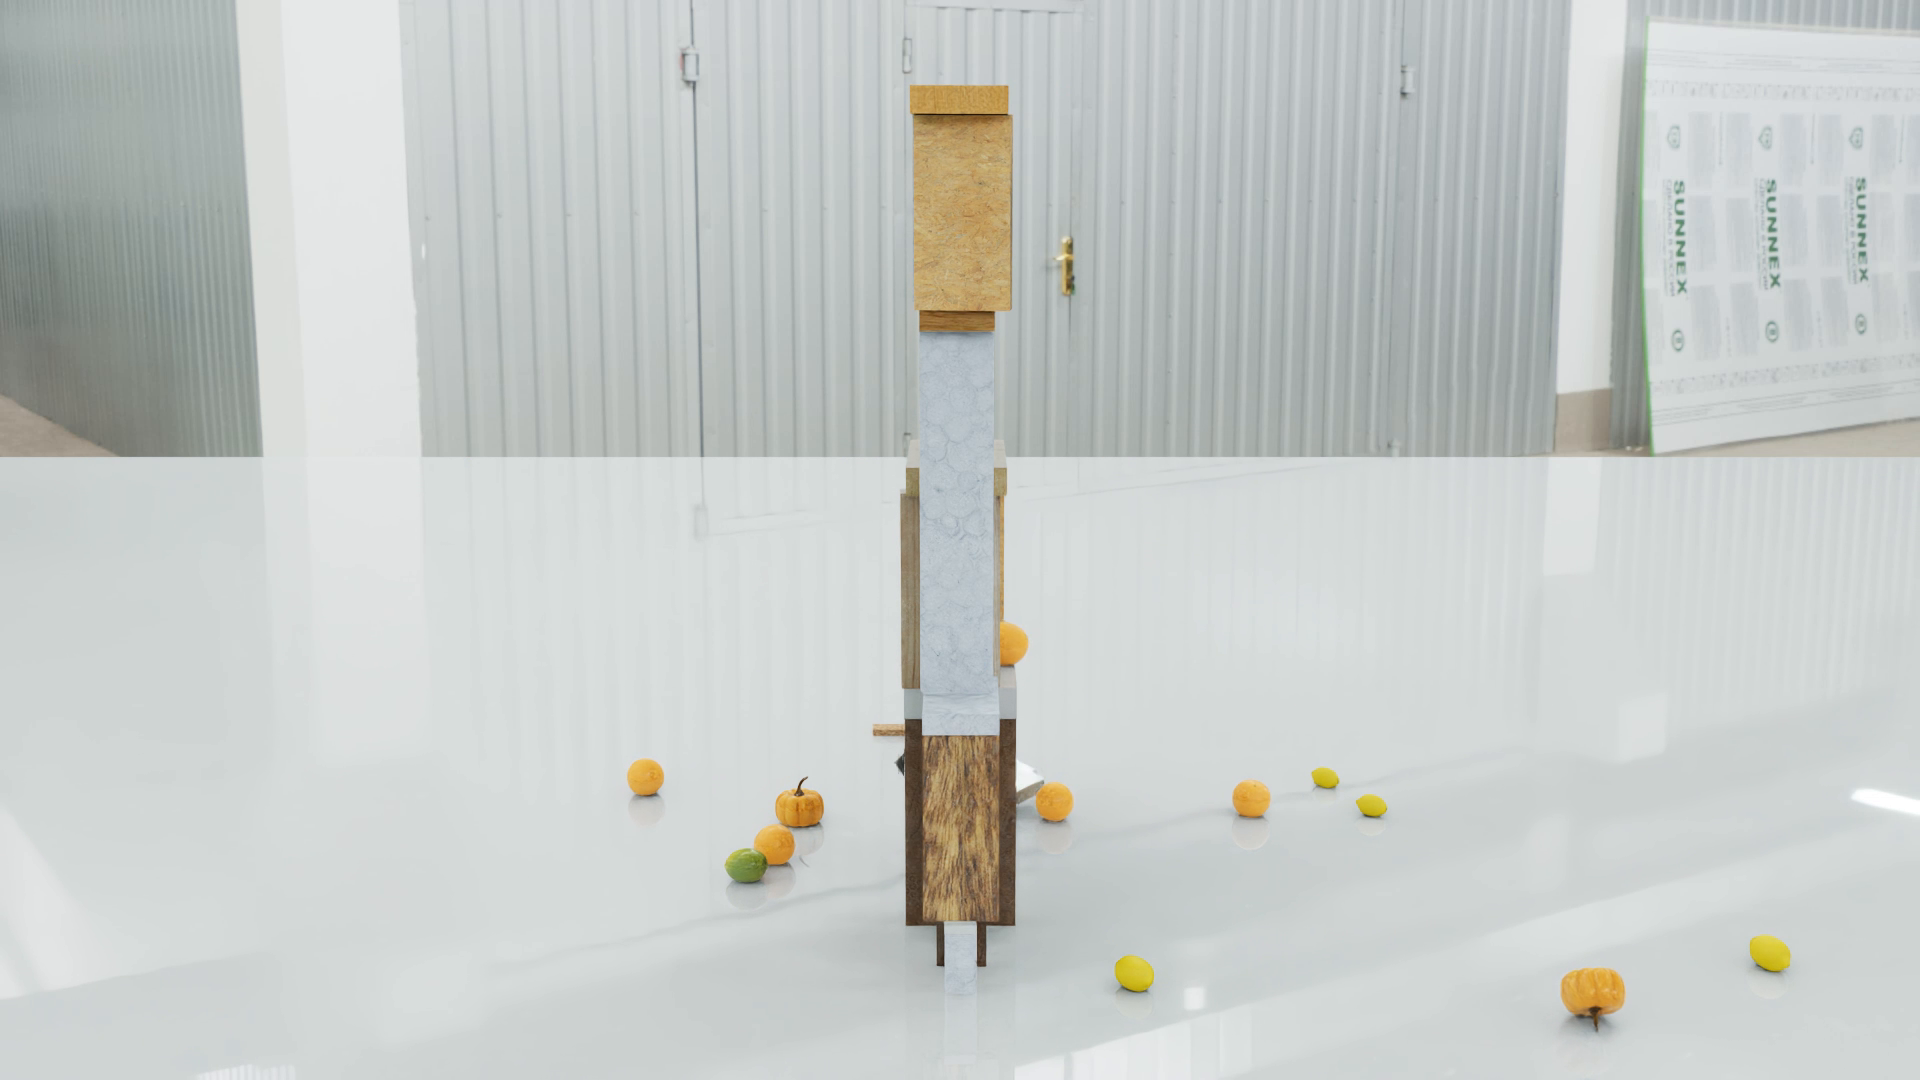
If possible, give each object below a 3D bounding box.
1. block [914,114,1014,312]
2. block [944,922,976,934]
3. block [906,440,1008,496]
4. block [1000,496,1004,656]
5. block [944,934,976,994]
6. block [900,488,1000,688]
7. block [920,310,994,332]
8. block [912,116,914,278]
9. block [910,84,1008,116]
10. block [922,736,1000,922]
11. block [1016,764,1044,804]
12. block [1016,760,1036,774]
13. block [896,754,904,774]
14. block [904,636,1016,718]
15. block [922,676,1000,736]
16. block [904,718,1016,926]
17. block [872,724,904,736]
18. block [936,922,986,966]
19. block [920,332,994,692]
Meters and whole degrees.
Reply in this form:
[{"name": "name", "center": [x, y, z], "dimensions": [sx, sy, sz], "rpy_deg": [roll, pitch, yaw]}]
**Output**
[{"name": "block", "center": [0.005, -0.466, 3.132], "dimensions": [0.137, 0.275, 0.039], "rpy_deg": [1, 13, 6]}, {"name": "block", "center": [-0.001, 0.562, 3.265], "dimensions": [0.047, 0.013, 0.094], "rpy_deg": [0, 10, -2]}, {"name": "block", "center": [-0.005, -0.116, 3.475], "dimensions": [0.153, 0.043, 0.307], "rpy_deg": [0, 11, 0]}, {"name": "block", "center": [-0.005, 0.038, 3.608], "dimensions": [0.153, 0.307, 0.043], "rpy_deg": [0, 11, -1]}, {"name": "block", "center": [0.001, 0.621, 3.243], "dimensions": [0.047, 0.094, 0.013], "rpy_deg": [0, 10, 0]}, {"name": "block", "center": [-0.016, 0.075, 3.407], "dimensions": [0.153, 0.307, 0.043], "rpy_deg": [-1, 10, -4]}, {"name": "block", "center": [-0.003, -0.335, 3.264], "dimensions": [0.108, 0.031, 0.217], "rpy_deg": [0, 11, 0]}, {"name": "block", "center": [-0.002, -0.499, 3.308], "dimensions": [0.137, 0.274, 0.039], "rpy_deg": [0, 10, 0]}, {"name": "block", "center": [-0.002, -0.637, 3.190], "dimensions": [0.137, 0.039, 0.274], "rpy_deg": [0, 10, 0]}, {"name": "block", "center": [0.001, 0.416, 3.225], "dimensions": [0.111, 0.288, 0.031], "rpy_deg": [0, 10, 0]}, {"name": "block", "center": [0.048, 0.440, 4.159], "dimensions": [0.204, 0.029, 0.102], "rpy_deg": [23, 28, 36]}, {"name": "block", "center": [0.038, 0.460, 4.185], "dimensions": [0.102, 0.029, 0.204], "rpy_deg": [23, 28, 36]}, {"name": "block", "center": [-0.018, 0.391, 4.274], "dimensions": [0.224, 0.112, 0.032], "rpy_deg": [-11, 58, -53]}, {"name": "block", "center": [0.001, 0.222, 3.592], "dimensions": [0.175, 0.050, 0.351], "rpy_deg": [0, 11, 0]}, {"name": "block", "center": [0.002, 0.245, 3.270], "dimensions": [0.111, 0.031, 0.222], "rpy_deg": [0, 10, 0]}, {"name": "block", "center": [0.001, 0.440, 3.513], "dimensions": [0.175, 0.351, 0.050], "rpy_deg": [0, 11, 0]}, {"name": "block", "center": [-0.137, 0.401, 4.648], "dimensions": [0.095, 0.013, 0.047], "rpy_deg": [0, 11, -1]}, {"name": "block", "center": [0.003, 0.573, 3.346], "dimensions": [0.076, 0.152, 0.022], "rpy_deg": [0, 11, 1]}, {"name": "block", "center": [-0.005, -0.041, 3.245], "dimensions": [0.108, 0.541, 0.031], "rpy_deg": [0, 11, 1]}]
